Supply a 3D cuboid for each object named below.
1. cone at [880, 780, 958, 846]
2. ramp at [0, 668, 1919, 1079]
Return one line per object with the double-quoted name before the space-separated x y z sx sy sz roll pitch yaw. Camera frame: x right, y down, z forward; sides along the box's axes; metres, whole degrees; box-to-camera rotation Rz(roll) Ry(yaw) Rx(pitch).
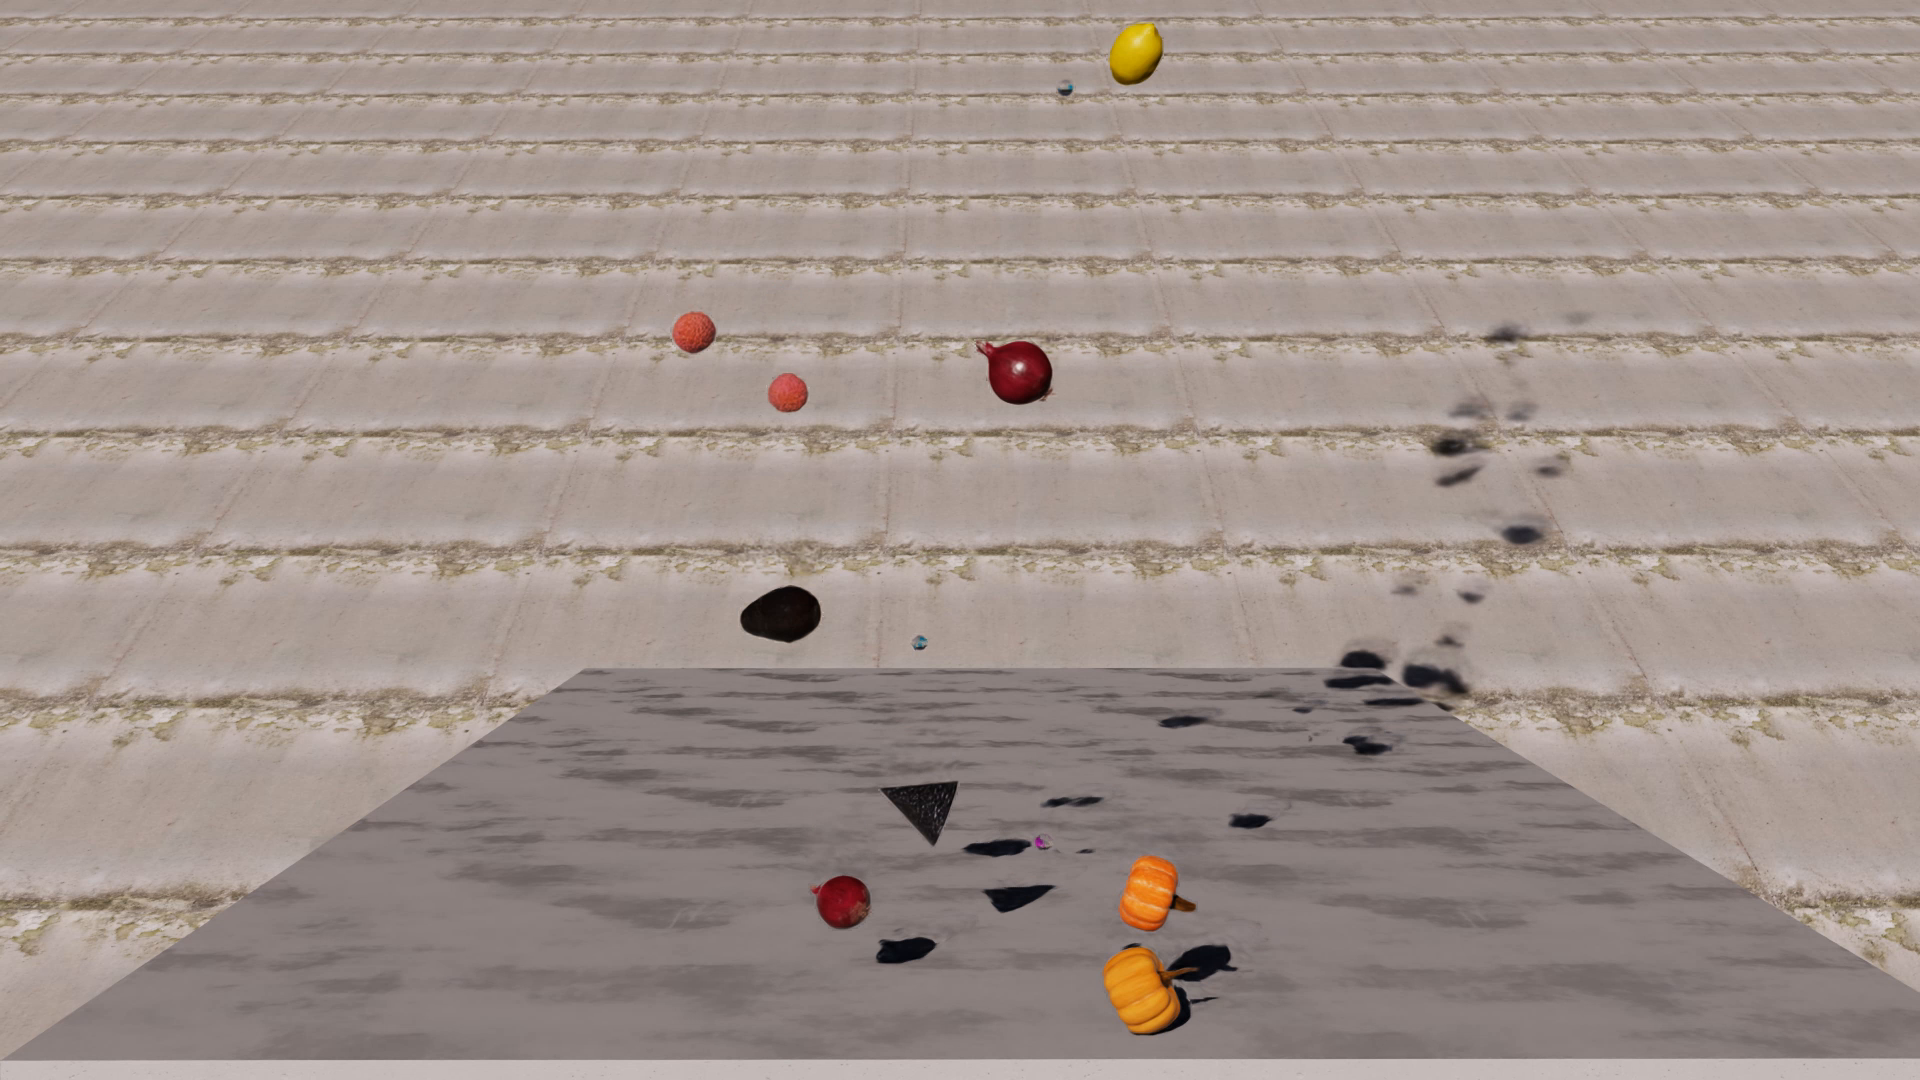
"cone" -0.055 0.300 2.958 0.081 0.081 0.081 21 23 -3
"ramp" 0.052 0.468 4.535 2.000 0.100 4.000 0 3 0
